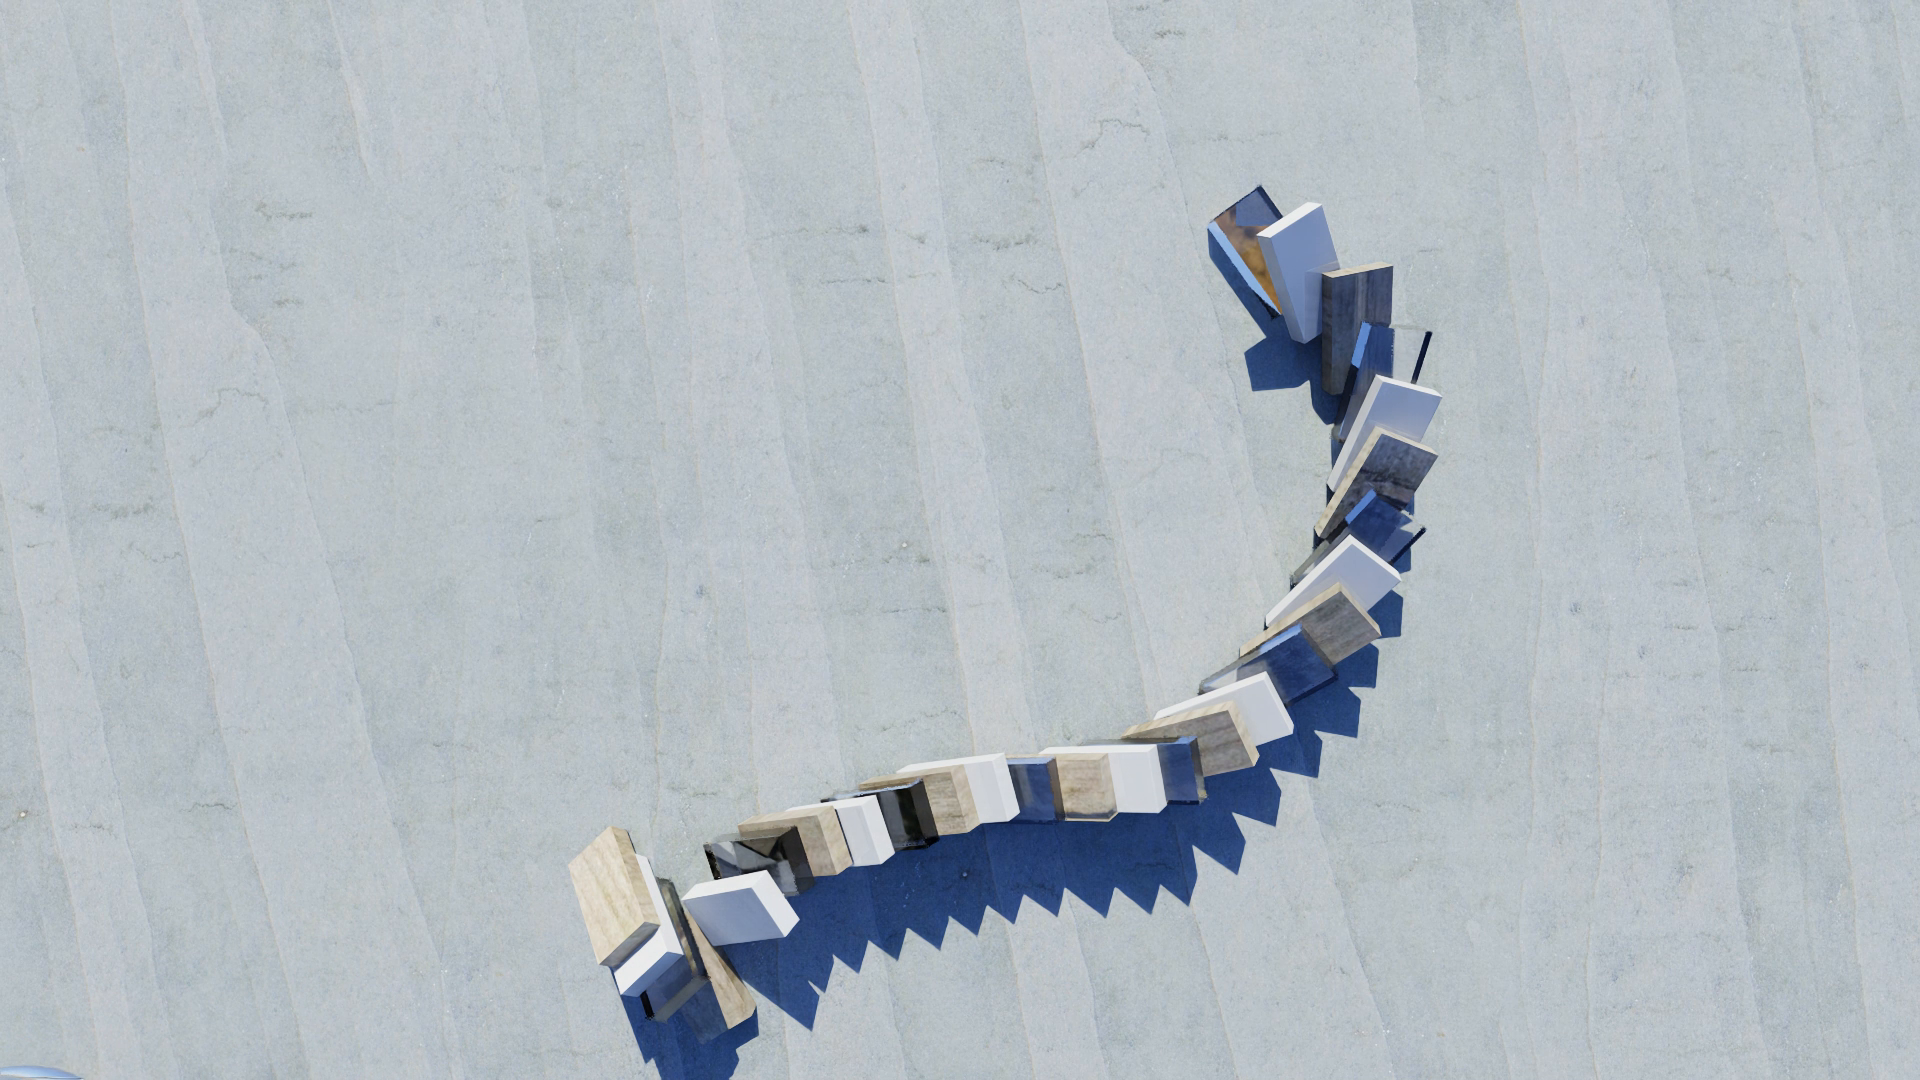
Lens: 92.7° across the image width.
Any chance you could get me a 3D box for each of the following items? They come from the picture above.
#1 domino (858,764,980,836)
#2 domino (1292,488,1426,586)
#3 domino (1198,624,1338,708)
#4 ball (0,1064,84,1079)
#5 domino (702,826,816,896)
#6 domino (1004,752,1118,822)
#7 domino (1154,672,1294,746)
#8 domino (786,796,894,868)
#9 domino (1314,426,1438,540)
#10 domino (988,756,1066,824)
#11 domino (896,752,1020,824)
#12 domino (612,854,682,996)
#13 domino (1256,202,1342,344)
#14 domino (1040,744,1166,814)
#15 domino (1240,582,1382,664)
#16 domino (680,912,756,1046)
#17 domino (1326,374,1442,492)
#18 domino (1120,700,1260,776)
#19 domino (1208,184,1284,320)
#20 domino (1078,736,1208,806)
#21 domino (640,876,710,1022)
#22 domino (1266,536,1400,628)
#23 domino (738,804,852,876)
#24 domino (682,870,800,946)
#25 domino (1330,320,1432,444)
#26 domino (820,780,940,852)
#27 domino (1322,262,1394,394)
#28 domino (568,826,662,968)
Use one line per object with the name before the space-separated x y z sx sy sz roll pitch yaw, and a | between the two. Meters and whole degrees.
domino | -0.018 0.110 0.382 0.050 0.009 0.025 -18 87 33
domino | 0.167 0.006 0.385 0.025 0.009 0.050 35 115 0
domino | 0.129 0.059 0.384 0.050 0.009 0.025 -38 92 27
ball | -0.386 0.252 0.360 0.080 0.080 0.080 0 90 0
domino | -0.084 0.135 0.382 0.050 0.009 0.025 -18 90 35
domino | 0.039 0.103 0.383 0.050 0.010 0.025 -10 90 31
domino | 0.110 0.077 0.385 0.050 0.009 0.025 -27 90 26
domino | -0.053 0.123 0.382 0.050 0.010 0.025 -18 90 33
domino | 0.174 -0.020 0.384 0.025 0.009 0.050 21 116 -2
domino | 0.017 0.105 0.384 0.050 0.010 0.025 -9 90 29
domino | -0.001 0.105 0.382 0.050 0.010 0.025 -16 88 33
domino | -0.135 0.159 0.380 0.025 0.010 0.050 -43 49 0
domino | 0.144 -0.110 0.381 0.025 0.010 0.050 -33 119 -1
domino | 0.059 0.100 0.382 0.050 0.010 0.025 -10 90 33
domino | 0.146 0.043 0.384 0.025 0.009 0.050 47 117 -4
domino | -0.112 0.188 0.395 0.025 0.009 0.050 -31 90 0
domino | 0.177 -0.041 0.385 0.025 0.010 0.050 15 116 0
domino | 0.095 0.086 0.381 0.050 0.010 0.025 -24 92 34
domino | 0.133 -0.124 0.395 0.025 0.009 0.050 -35 90 0
domino | 0.075 0.096 0.382 0.050 0.009 0.025 -10 90 33
domino | -0.124 0.169 0.380 0.025 0.010 0.050 -43 49 0
domino | 0.156 0.025 0.384 0.025 0.009 0.050 37 117 0
domino | -0.069 0.127 0.382 0.050 0.009 0.025 -19 90 35
domino | -0.092 0.153 0.380 0.050 0.009 0.025 -24 100 36
domino | 0.176 -0.065 0.385 0.025 0.009 0.050 5 116 0
domino | -0.034 0.116 0.382 0.050 0.010 0.025 -18 87 33
domino | 0.166 -0.088 0.385 0.025 0.010 0.050 -11 117 0
domino | -0.144 0.147 0.380 0.025 0.009 0.050 -43 49 0
